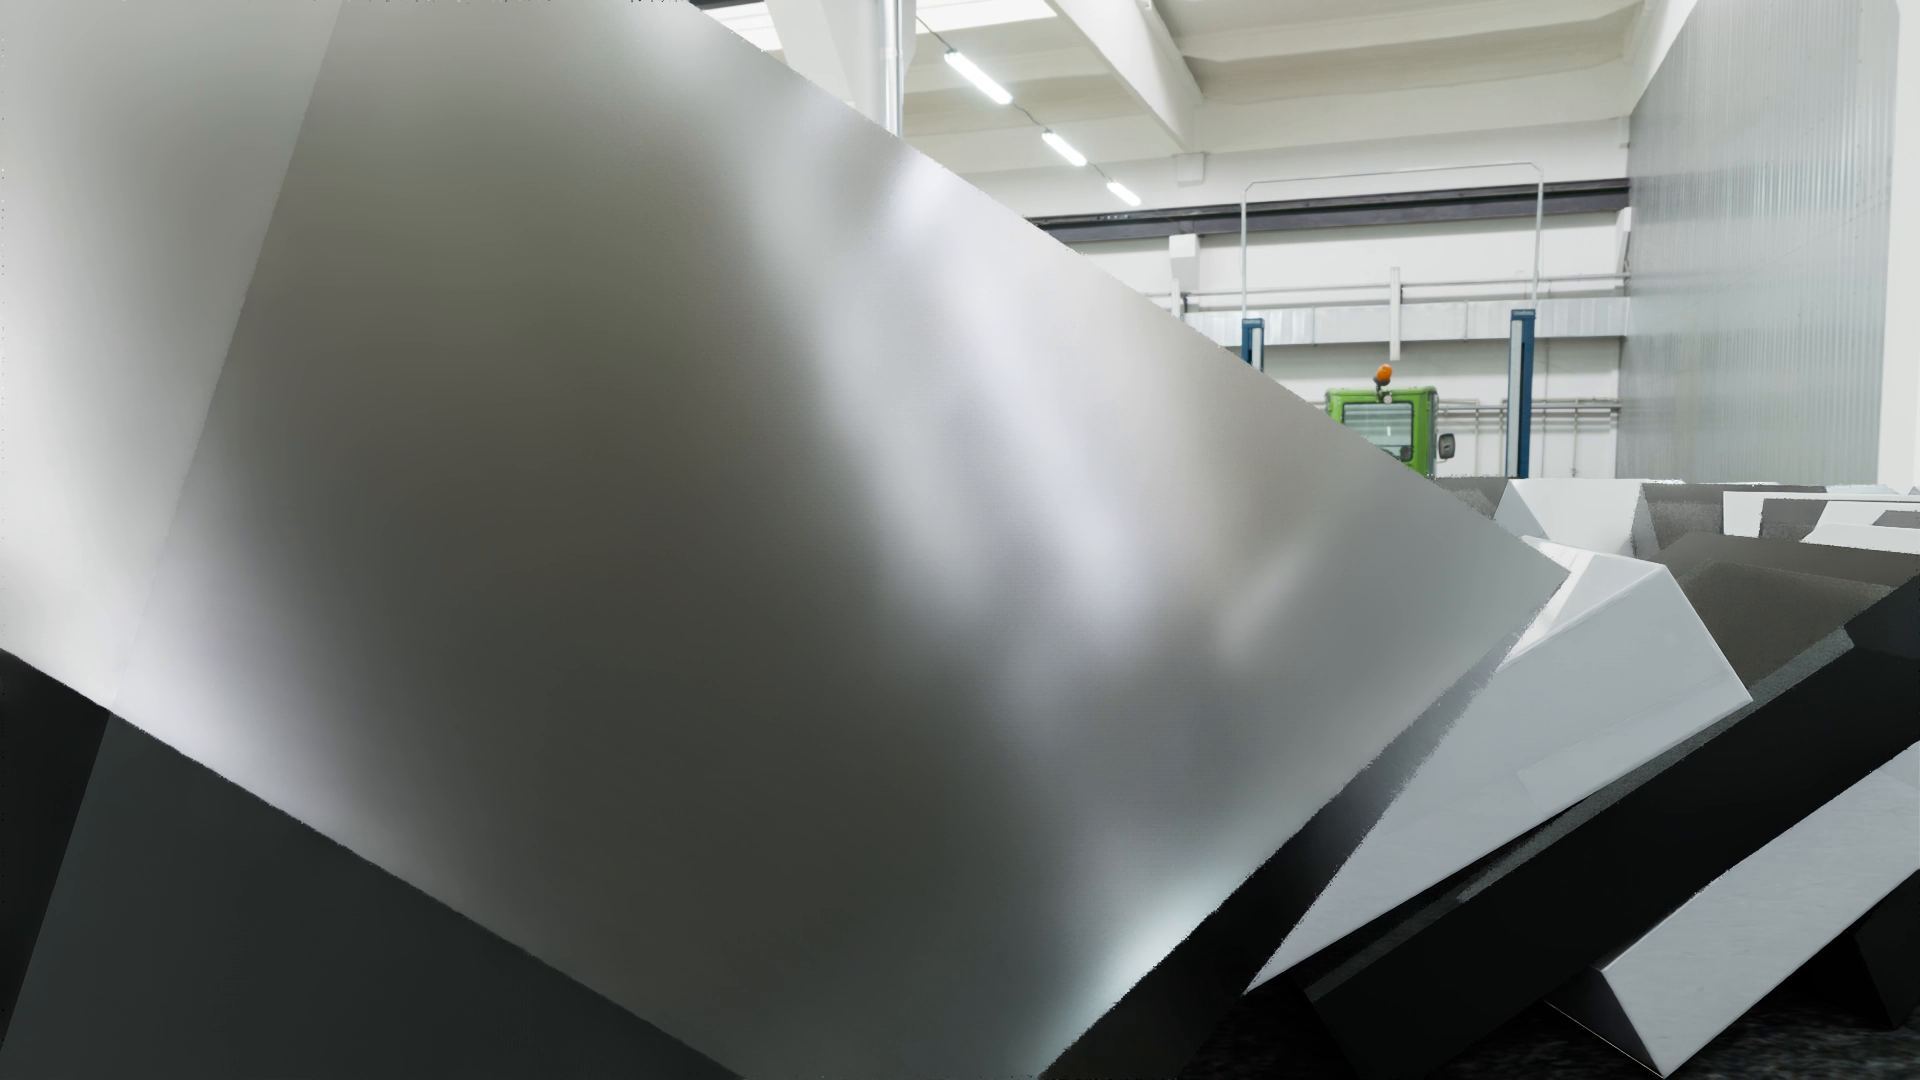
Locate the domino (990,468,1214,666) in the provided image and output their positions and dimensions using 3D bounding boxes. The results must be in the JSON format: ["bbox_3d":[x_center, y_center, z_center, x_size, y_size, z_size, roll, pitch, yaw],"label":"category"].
[{"bbox_3d":[0.028,0.005,0.254,0.050,0.010,0.025,37,9,11],"label":"domino"}]

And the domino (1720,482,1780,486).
[{"bbox_3d":[0.176,0.006,0.261,0.025,0.009,0.050,-2,36,-24],"label":"domino"}]

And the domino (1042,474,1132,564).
[{"bbox_3d":[0.046,0.000,0.336,0.050,0.009,0.025,32,8,5],"label":"domino"}]

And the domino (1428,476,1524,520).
[{"bbox_3d":[0.098,0.008,0.220,0.025,0.009,0.050,-1,39,-18],"label":"domino"}]

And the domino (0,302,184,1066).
[{"bbox_3d":[-0.028,0.018,0.011,0.009,0.050,0.025,38,21,22],"label":"domino"}]

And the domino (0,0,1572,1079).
[{"bbox_3d":[-0.019,0.019,0.005,0.010,0.050,0.025,38,21,22],"label":"domino"}]

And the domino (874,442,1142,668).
[{"bbox_3d":[0.009,0.003,0.239,0.050,0.009,0.025,43,-13,-14],"label":"domino"}]

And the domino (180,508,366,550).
[{"bbox_3d":[-0.085,0.013,0.162,0.025,0.009,0.050,-1,-28,-9],"label":"domino"}]

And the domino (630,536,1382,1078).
[{"bbox_3d":[0.004,0.018,0.090,0.050,0.009,0.025,-34,-8,20],"label":"domino"}]

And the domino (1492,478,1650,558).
[{"bbox_3d":[0.107,0.009,0.202,0.025,0.009,0.050,0,39,-6],"label":"domino"}]

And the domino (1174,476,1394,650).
[{"bbox_3d":[0.068,0.006,0.246,0.050,0.009,0.025,43,27,28],"label":"domino"}]

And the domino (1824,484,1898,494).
[{"bbox_3d":[0.185,0.007,0.244,0.025,0.009,0.050,-1,36,-19],"label":"domino"}]

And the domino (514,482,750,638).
[{"bbox_3d":[-0.071,0.005,0.276,0.025,0.009,0.050,4,-26,46],"label":"domino"}]

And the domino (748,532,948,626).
[{"bbox_3d":[-0.009,0.013,0.194,0.025,0.009,0.050,-7,-20,18],"label":"domino"}]

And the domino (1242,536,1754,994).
[{"bbox_3d":[0.025,0.018,0.091,0.050,0.009,0.025,-33,0,7],"label":"domino"}]

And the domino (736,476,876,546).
[{"bbox_3d":[-0.029,0.001,0.316,0.050,0.009,0.025,34,-11,-24],"label":"domino"}]

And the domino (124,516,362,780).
[{"bbox_3d":[-0.078,0.014,0.145,0.025,0.009,0.050,-1,-28,-13],"label":"domino"}]

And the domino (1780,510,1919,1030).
[{"bbox_3d":[0.080,0.016,0.110,0.050,0.009,0.025,-37,17,-16],"label":"domino"}]

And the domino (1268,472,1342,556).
[{"bbox_3d":[0.105,0.001,0.326,0.050,0.009,0.025,39,23,25],"label":"domino"}]

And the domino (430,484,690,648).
[{"bbox_3d":[-0.082,0.006,0.259,0.025,0.009,0.050,3,-27,38],"label":"domino"}]

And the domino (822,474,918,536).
[{"bbox_3d":[-0.011,0.001,0.328,0.050,0.009,0.025,32,-3,-12],"label":"domino"}]

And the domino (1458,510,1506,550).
[{"bbox_3d":[0.123,0.001,0.318,0.025,0.009,0.050,-4,38,-49],"label":"domino"}]

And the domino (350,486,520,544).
[{"bbox_3d":[-0.089,0.007,0.241,0.025,0.009,0.050,2,-28,29],"label":"domino"}]

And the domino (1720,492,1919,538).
[{"bbox_3d":[0.111,0.013,0.162,0.025,0.009,0.050,3,39,29],"label":"domino"}]

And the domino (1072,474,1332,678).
[{"bbox_3d":[0.048,0.006,0.250,0.050,0.009,0.025,37,16,15],"label":"domino"}]

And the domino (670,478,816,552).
[{"bbox_3d":[-0.044,0.003,0.304,0.050,0.009,0.025,34,-14,-29],"label":"domino"}]

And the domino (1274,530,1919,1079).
[{"bbox_3d":[0.044,0.018,0.095,0.050,0.009,0.025,-33,6,-2],"label":"domino"}]

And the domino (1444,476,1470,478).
[{"bbox_3d":[0.139,0.002,0.306,0.025,0.009,0.050,-3,37,-39],"label":"domino"}]

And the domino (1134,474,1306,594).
[{"bbox_3d":[0.066,0.000,0.335,0.050,0.009,0.025,33,12,11],"label":"domino"}]

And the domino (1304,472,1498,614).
[{"bbox_3d":[0.088,0.006,0.236,0.025,0.009,0.050,-1,40,-27],"label":"domino"}]

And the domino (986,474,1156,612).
[{"bbox_3d":[0.027,0.000,0.337,0.050,0.009,0.025,32,6,2],"label":"domino"}]

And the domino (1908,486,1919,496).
[{"bbox_3d":[0.194,0.008,0.226,0.025,0.009,0.050,-1,37,-8],"label":"domino"}]

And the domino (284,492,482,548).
[{"bbox_3d":[-0.090,0.009,0.220,0.025,0.009,0.050,1,-28,12],"label":"domino"}]

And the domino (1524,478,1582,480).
[{"bbox_3d":[0.153,0.003,0.292,0.025,0.009,0.050,-2,36,-35],"label":"domino"}]

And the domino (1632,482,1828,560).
[{"bbox_3d":[0.114,0.011,0.181,0.025,0.010,0.050,2,39,16],"label":"domino"}]

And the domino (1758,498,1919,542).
[{"bbox_3d":[0.103,0.014,0.144,0.025,0.009,0.050,3,39,35],"label":"domino"}]

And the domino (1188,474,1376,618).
[{"bbox_3d":[0.085,0.001,0.331,0.050,0.009,0.025,34,14,14],"label":"domino"}]

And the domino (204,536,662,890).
[{"bbox_3d":[-0.049,0.017,0.115,0.025,0.009,0.050,-4,-27,-41],"label":"domino"}]

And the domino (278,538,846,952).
[{"bbox_3d":[-0.032,0.017,0.104,0.050,0.010,0.025,-37,-20,35],"label":"domino"}]

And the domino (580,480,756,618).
[{"bbox_3d":[-0.058,0.004,0.290,0.050,0.009,0.025,37,-20,-36],"label":"domino"}]

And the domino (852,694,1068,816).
[{"bbox_3d":[0.000,0.025,0.172,0.025,0.009,0.050,0,4,0],"label":"domino"}]

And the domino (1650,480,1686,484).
[{"bbox_3d":[0.166,0.005,0.277,0.025,0.009,0.050,-2,36,-28],"label":"domino"}]

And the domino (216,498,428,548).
[{"bbox_3d":[-0.091,0.010,0.201,0.025,0.009,0.050,0,-28,6],"label":"domino"}]

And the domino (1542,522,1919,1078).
[{"bbox_3d":[0.062,0.017,0.101,0.050,0.009,0.025,-34,11,-8],"label":"domino"}]

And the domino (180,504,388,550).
[{"bbox_3d":[-0.089,0.012,0.181,0.025,0.009,0.050,0,-28,0],"label":"domino"}]

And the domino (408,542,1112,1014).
[{"bbox_3d":[-0.016,0.018,0.095,0.050,0.009,0.025,-36,-15,30],"label":"domino"}]

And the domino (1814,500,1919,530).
[{"bbox_3d":[0.093,0.015,0.126,0.025,0.009,0.050,5,41,49],"label":"domino"}]

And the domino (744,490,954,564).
[{"bbox_3d":[-0.009,0.008,0.223,0.050,0.010,0.025,28,-21,-28],"label":"domino"}]

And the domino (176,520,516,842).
[{"bbox_3d":[-0.063,0.015,0.128,0.025,0.009,0.050,-3,-28,-35],"label":"domino"}]
